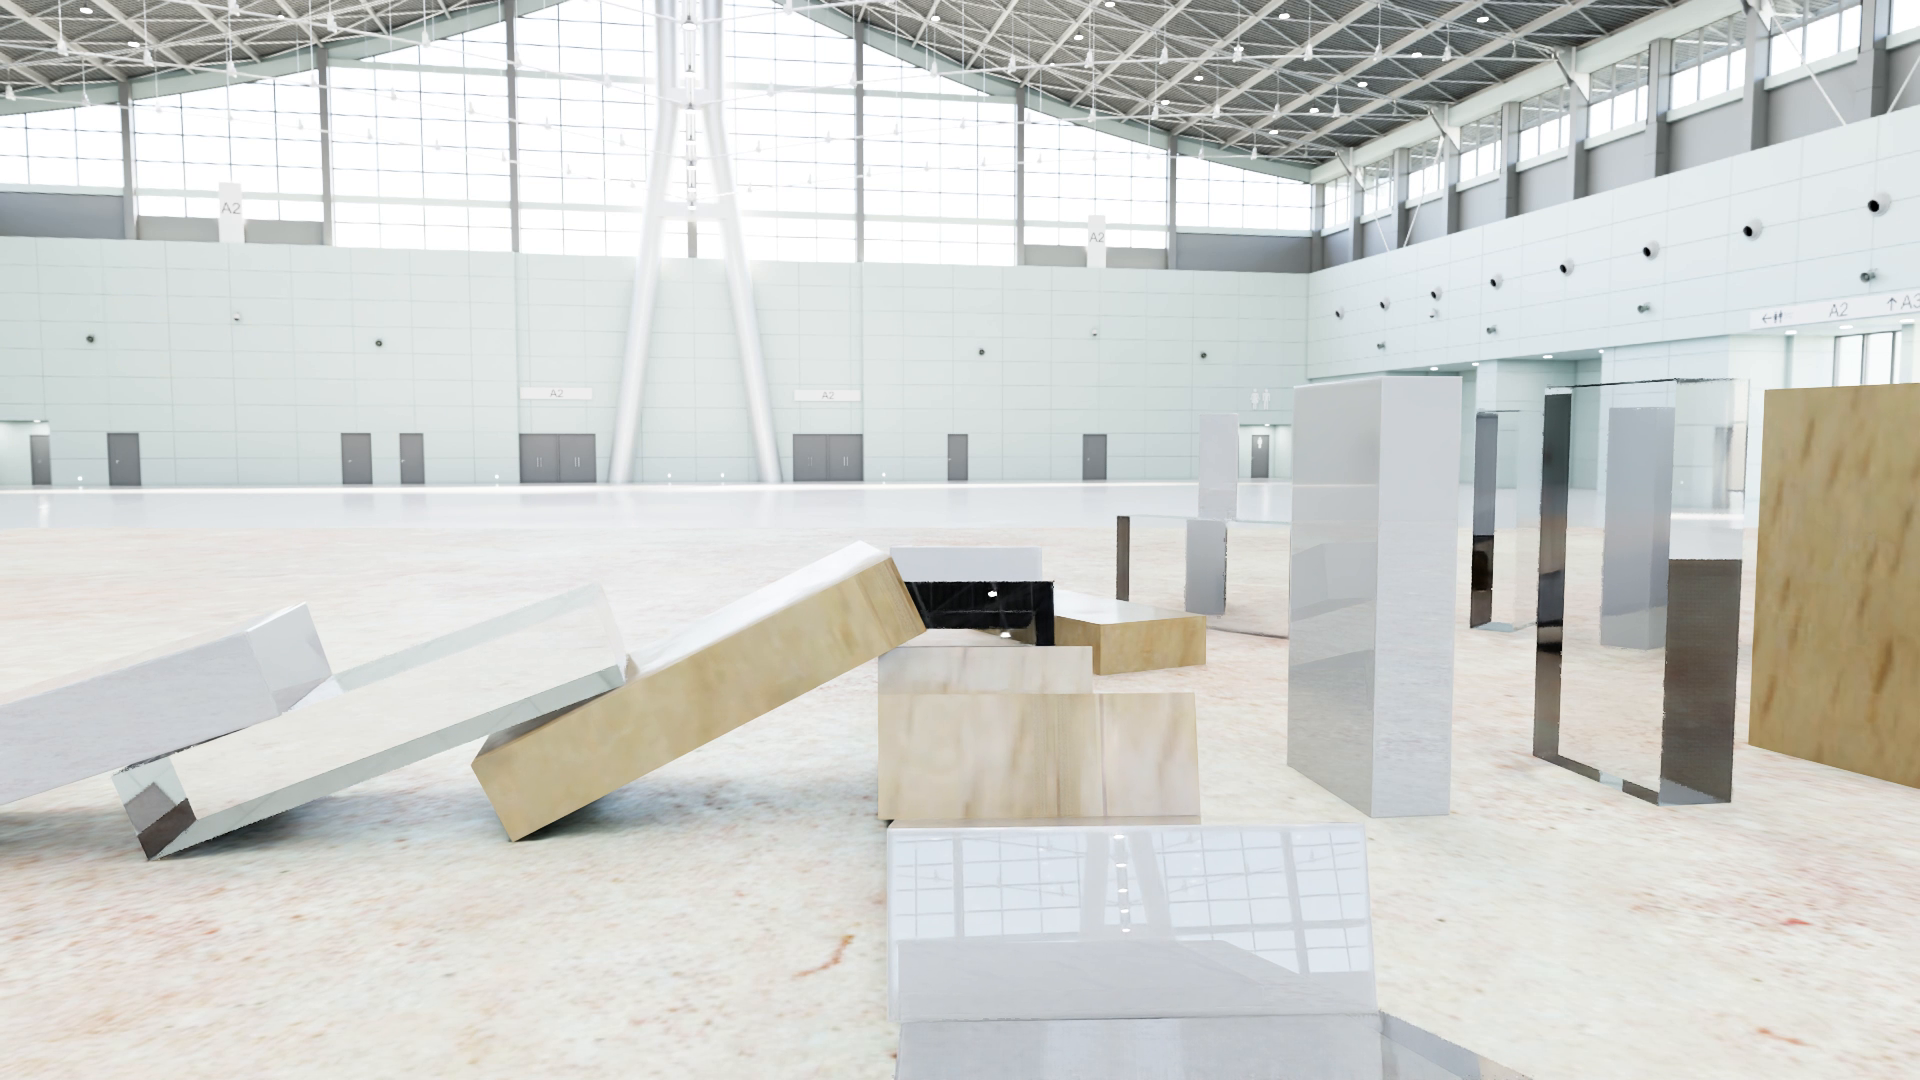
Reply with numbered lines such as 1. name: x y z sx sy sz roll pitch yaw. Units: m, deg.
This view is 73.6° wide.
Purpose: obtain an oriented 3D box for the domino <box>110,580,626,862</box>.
1. domino: -0.064 0.019 0.147 0.050 0.009 0.025 -20 9 -12

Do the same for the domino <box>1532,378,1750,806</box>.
1. domino: 0.085 0.005 0.162 0.009 0.050 0.025 -1 4 -9

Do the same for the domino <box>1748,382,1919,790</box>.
1. domino: 0.120 0.005 0.169 0.009 0.050 0.025 -1 4 -16

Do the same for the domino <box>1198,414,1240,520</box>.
1. domino: 0.067 -0.007 0.333 0.009 0.050 0.025 1 4 13

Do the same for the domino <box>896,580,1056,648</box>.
1. domino: 0.000 0.016 0.209 0.025 0.009 0.050 0 -11 -2

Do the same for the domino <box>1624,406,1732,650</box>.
1. domino: 0.154 -0.003 0.275 0.025 0.050 0.009 -3 5 -38

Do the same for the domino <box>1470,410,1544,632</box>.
1. domino: 0.129 -0.005 0.300 0.009 0.050 0.025 4 6 40

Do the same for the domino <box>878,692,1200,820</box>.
1. domino: 0.005 0.022 0.124 0.025 0.009 0.050 0 -12 -3

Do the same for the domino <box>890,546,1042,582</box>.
1. domino: 0.000 0.011 0.233 0.025 0.010 0.050 0 -11 -2

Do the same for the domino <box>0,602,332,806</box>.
1. domino: -0.098 0.020 0.139 0.050 0.009 0.025 -18 8 -13

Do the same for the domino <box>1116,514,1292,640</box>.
1. domino: 0.058 0.008 0.300 0.009 0.025 0.050 -4 6 -41

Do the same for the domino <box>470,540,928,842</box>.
1. domino: -0.030 0.016 0.153 0.050 0.009 0.025 -26 9 -10

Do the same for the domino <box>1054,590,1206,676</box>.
1. domino: 0.024 0.018 0.263 0.025 0.009 0.050 -2 5 -29

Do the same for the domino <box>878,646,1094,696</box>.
1. domino: 0.002 0.020 0.173 0.025 0.010 0.050 0 -7 -3

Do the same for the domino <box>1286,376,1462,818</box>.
1. domino: 0.050 0.006 0.157 0.009 0.050 0.025 -1 4 -8

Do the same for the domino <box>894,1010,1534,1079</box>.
1. domino: 0.010 0.027 0.055 0.025 0.010 0.050 0 -12 -1

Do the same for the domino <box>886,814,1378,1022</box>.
1. domino: 0.008 0.024 0.090 0.025 0.009 0.050 0 -11 -2
